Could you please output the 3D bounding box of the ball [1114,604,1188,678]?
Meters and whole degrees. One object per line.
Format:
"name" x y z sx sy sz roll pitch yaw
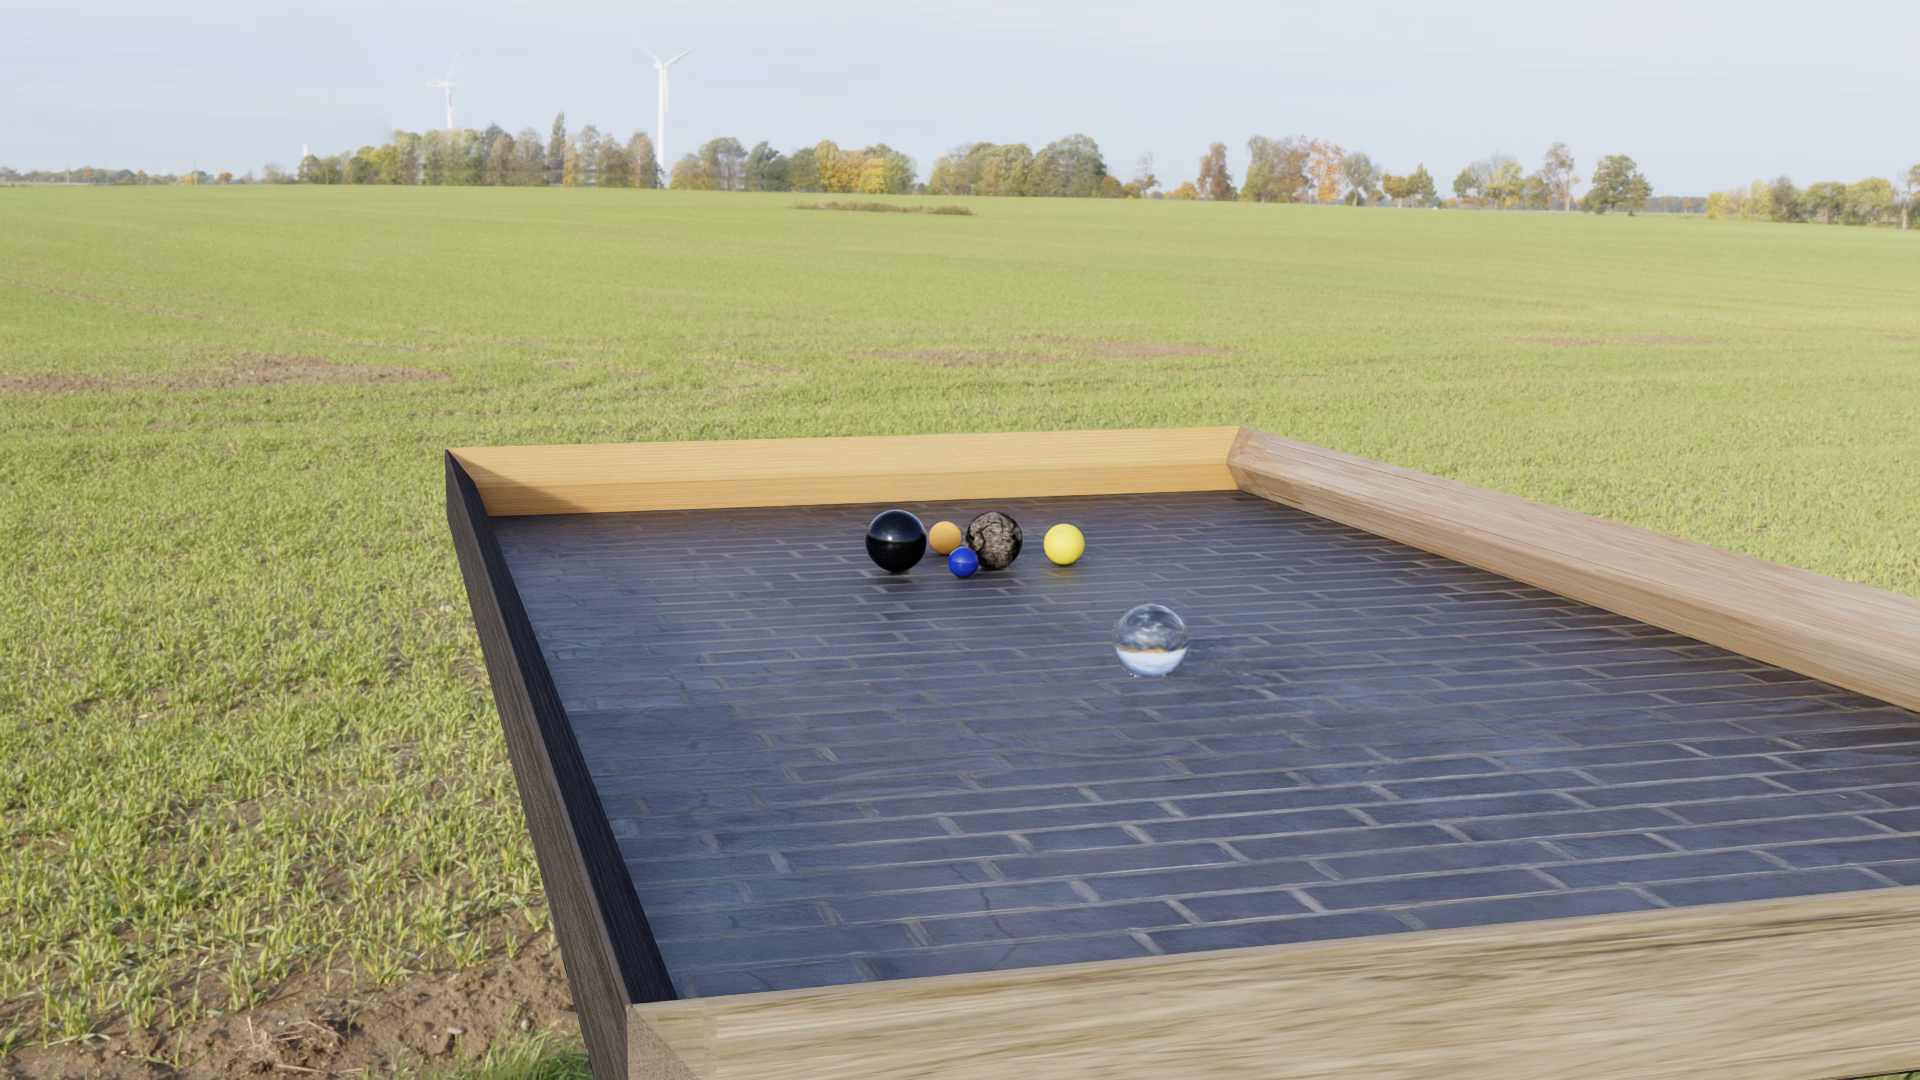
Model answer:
"ball" 0.213 0.112 2.451 0.082 0.082 0.082 0 9 0

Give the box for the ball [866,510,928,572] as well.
"ball" -0.091 0.001 3.152 0.089 0.089 0.089 0 9 0

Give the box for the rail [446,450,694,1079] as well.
"rail" -0.494 0.099 2.417 0.045 0.116 2.681 -2 9 -15

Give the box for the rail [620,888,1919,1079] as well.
"rail" 0.514 0.265 1.336 1.428 0.116 0.045 -2 9 -15

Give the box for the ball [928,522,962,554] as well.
"ball" -0.022 -0.003 3.309 0.050 0.050 0.050 0 9 0

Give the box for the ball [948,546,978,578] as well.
"ball" 0.005 0.032 3.103 0.044 0.044 0.044 0 9 0

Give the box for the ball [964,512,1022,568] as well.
"ball" 0.049 0.000 3.179 0.084 0.084 0.084 0 9 0

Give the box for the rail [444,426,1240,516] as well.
"rail" -0.167 -0.121 3.851 1.428 0.116 0.045 -2 9 -15

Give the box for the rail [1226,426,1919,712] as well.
"rail" 0.840 0.045 2.770 0.045 0.116 2.681 -2 9 -15

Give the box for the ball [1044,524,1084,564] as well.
"ball" 0.152 0.006 3.214 0.060 0.060 0.060 0 9 0
